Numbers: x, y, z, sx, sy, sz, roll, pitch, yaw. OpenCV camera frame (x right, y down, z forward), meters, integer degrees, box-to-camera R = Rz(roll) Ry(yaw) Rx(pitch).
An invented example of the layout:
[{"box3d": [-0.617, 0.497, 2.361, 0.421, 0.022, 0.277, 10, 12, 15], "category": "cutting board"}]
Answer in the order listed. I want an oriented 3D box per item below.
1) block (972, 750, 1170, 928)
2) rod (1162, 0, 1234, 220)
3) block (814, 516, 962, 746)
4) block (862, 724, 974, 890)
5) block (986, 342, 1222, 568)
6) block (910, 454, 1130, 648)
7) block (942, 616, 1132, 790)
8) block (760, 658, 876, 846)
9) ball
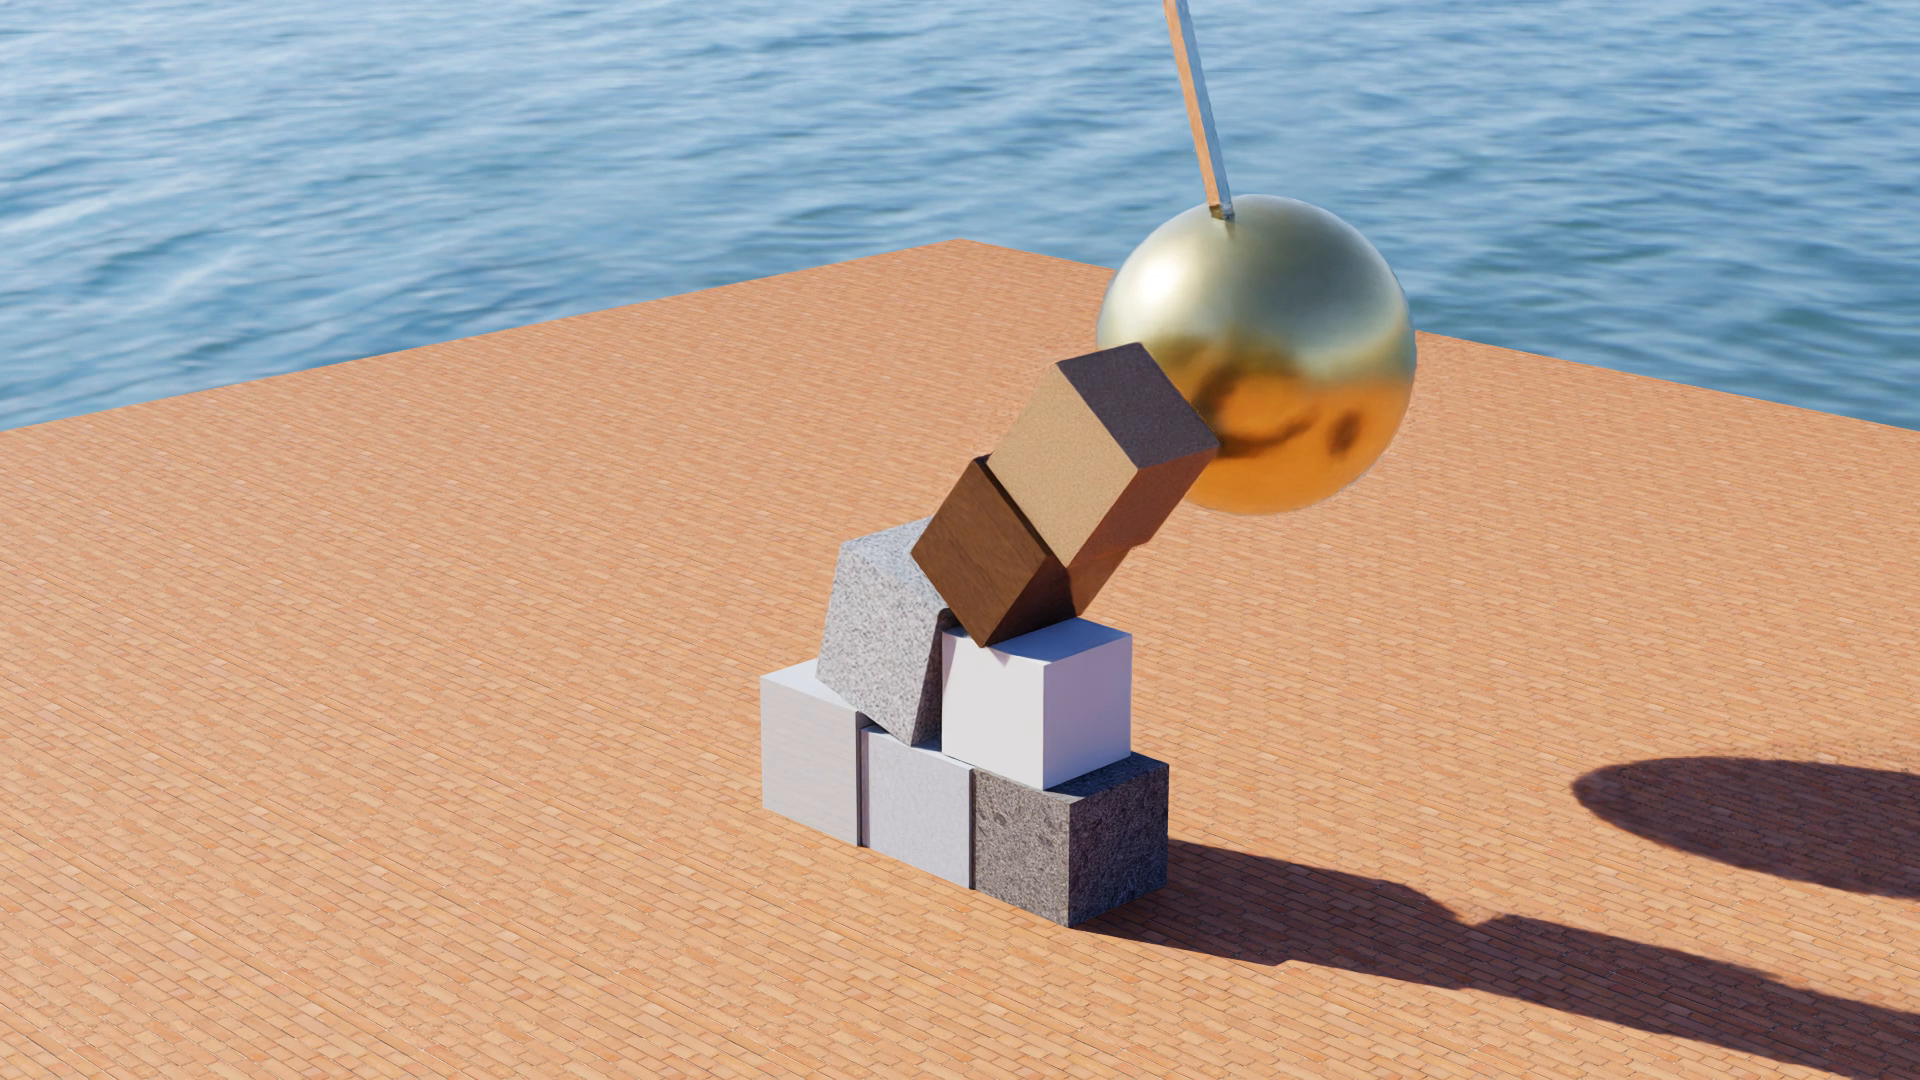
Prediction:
[{"box3d": [0.499, 1.295, 13.239, 0.658, 0.591, 0.593, -17, 24, -42], "category": "block"}, {"box3d": [0.636, -3.711, 12.842, 0.080, 5.200, 0.080, 17, 44, 42], "category": "rod"}, {"box3d": [-0.176, 0.414, 13.607, 0.603, 0.731, 0.660, -17, 40, -43], "category": "block"}, {"box3d": [0.030, 1.160, 13.681, 0.705, 0.584, 0.677, 17, 24, 42], "category": "block"}, {"box3d": [0.610, -0.367, 12.549, 0.532, 0.655, 0.605, -17, 62, -42], "category": "block"}, {"box3d": [0.304, -0.006, 13.008, 0.655, 0.655, 0.563, -17, 62, -42], "category": "block"}, {"box3d": [0.345, 0.694, 13.192, 0.625, 0.584, 0.579, 17, 24, 42], "category": "block"}, {"box3d": [-0.469, 0.970, 14.132, 0.710, 0.675, 0.668, -17, 24, -42], "category": "block"}, {"box3d": [1.467, -0.917, 14.591, 1.600, 1.600, 1.600, 0, 17, 0], "category": "ball"}]
